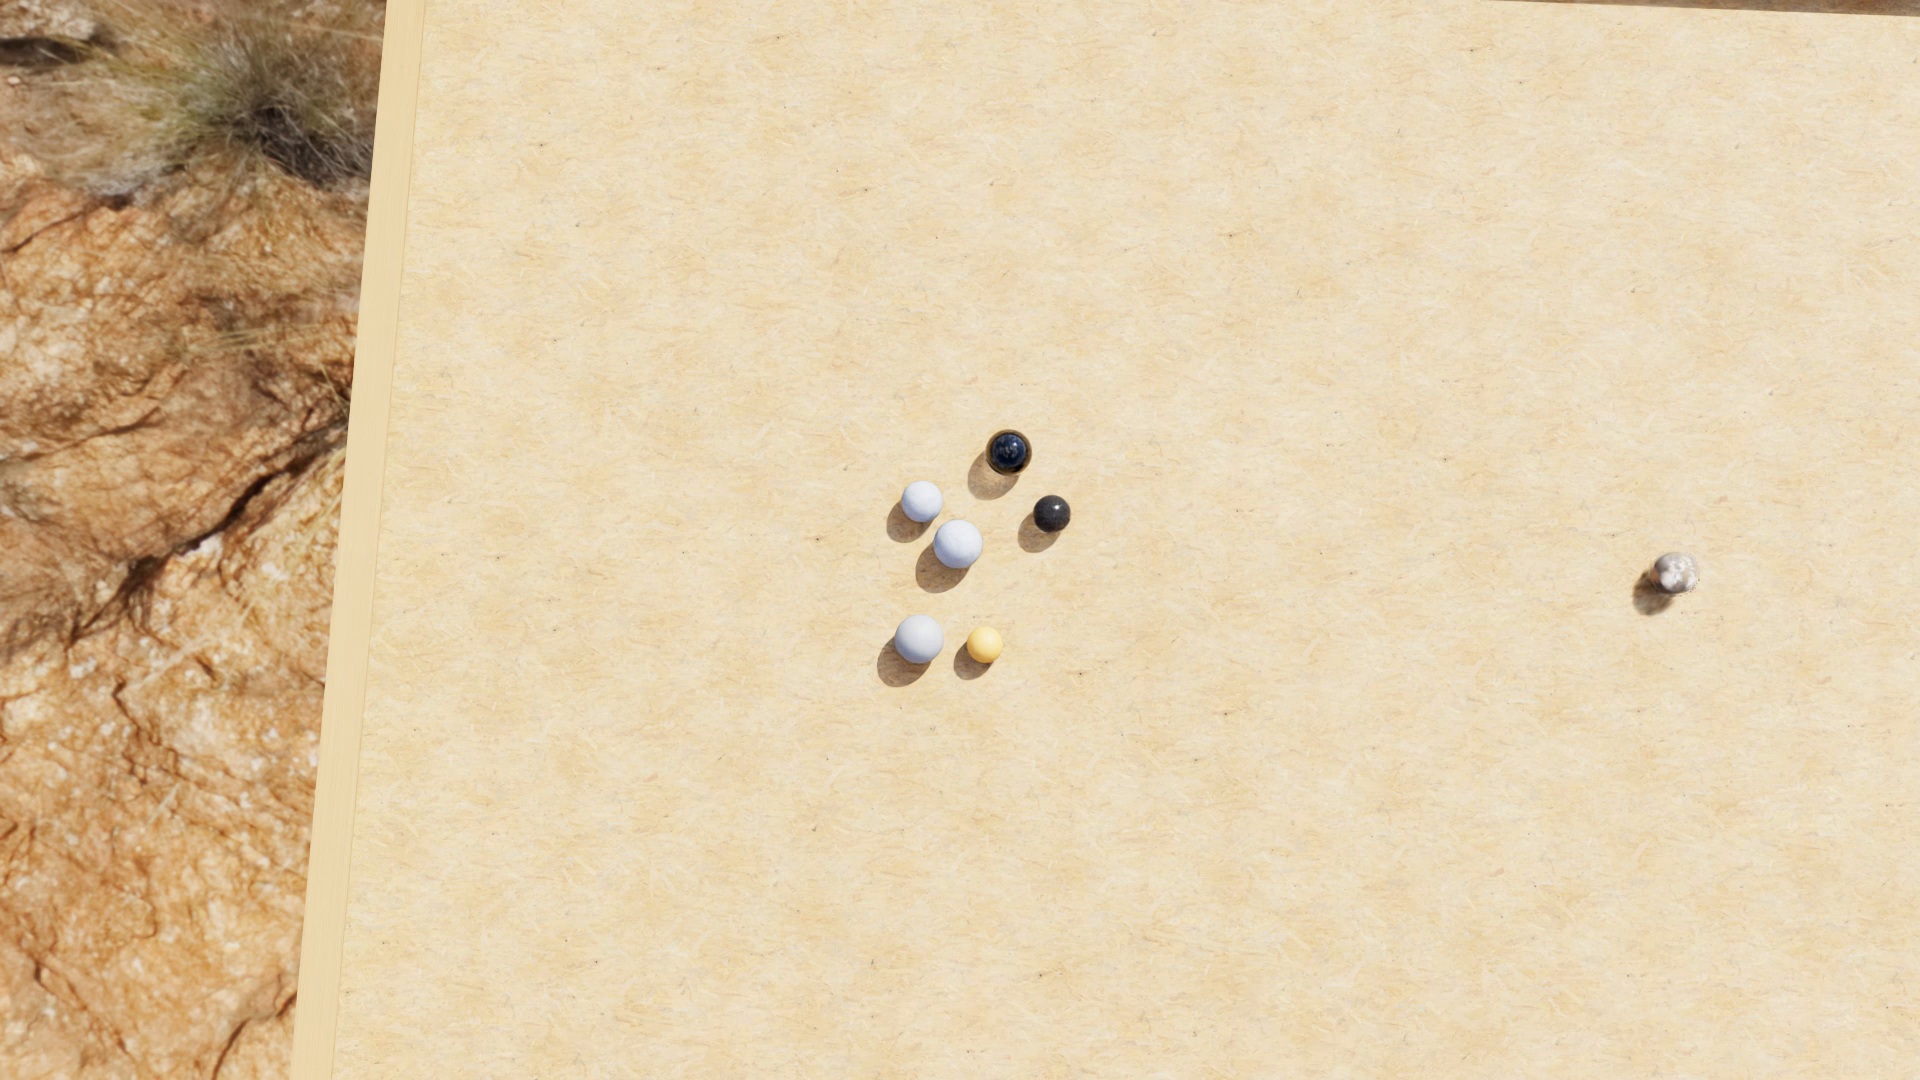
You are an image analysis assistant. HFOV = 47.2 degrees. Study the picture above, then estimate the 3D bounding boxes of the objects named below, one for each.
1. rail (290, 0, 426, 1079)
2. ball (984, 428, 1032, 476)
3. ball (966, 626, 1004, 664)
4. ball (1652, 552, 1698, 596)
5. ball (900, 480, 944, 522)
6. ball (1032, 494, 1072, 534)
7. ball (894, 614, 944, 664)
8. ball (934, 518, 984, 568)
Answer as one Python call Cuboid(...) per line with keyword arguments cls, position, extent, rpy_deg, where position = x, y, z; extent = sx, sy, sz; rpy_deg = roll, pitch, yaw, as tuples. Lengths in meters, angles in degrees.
Cuboid(cls="rail", position=(-0.885, -0.038, 3.275), extent=(0.045, 0.097, 1.968), rpy_deg=(2, 80, 0))
Cuboid(cls="ball", position=(0.073, -0.131, 3.305), extent=(0.072, 0.072, 0.072), rpy_deg=(0, 80, 0))
Cuboid(cls="ball", position=(0.037, 0.155, 3.264), extent=(0.054, 0.054, 0.054), rpy_deg=(0, 80, 0))
Cuboid(cls="ball", position=(1.066, 0.049, 3.277), extent=(0.065, 0.065, 0.065), rpy_deg=(0, 80, 0))
Cuboid(cls="ball", position=(-0.057, -0.058, 3.296), extent=(0.063, 0.063, 0.063), rpy_deg=(0, 80, 0))
Cuboid(cls="ball", position=(0.138, -0.039, 3.295), extent=(0.059, 0.059, 0.059), rpy_deg=(0, 80, 0))
Cuboid(cls="ball", position=(-0.060, 0.146, 3.255), extent=(0.074, 0.074, 0.074), rpy_deg=(0, 80, 0))
Cuboid(cls="ball", position=(-0.003, 0.006, 3.279), extent=(0.075, 0.075, 0.075), rpy_deg=(0, 80, 0))
